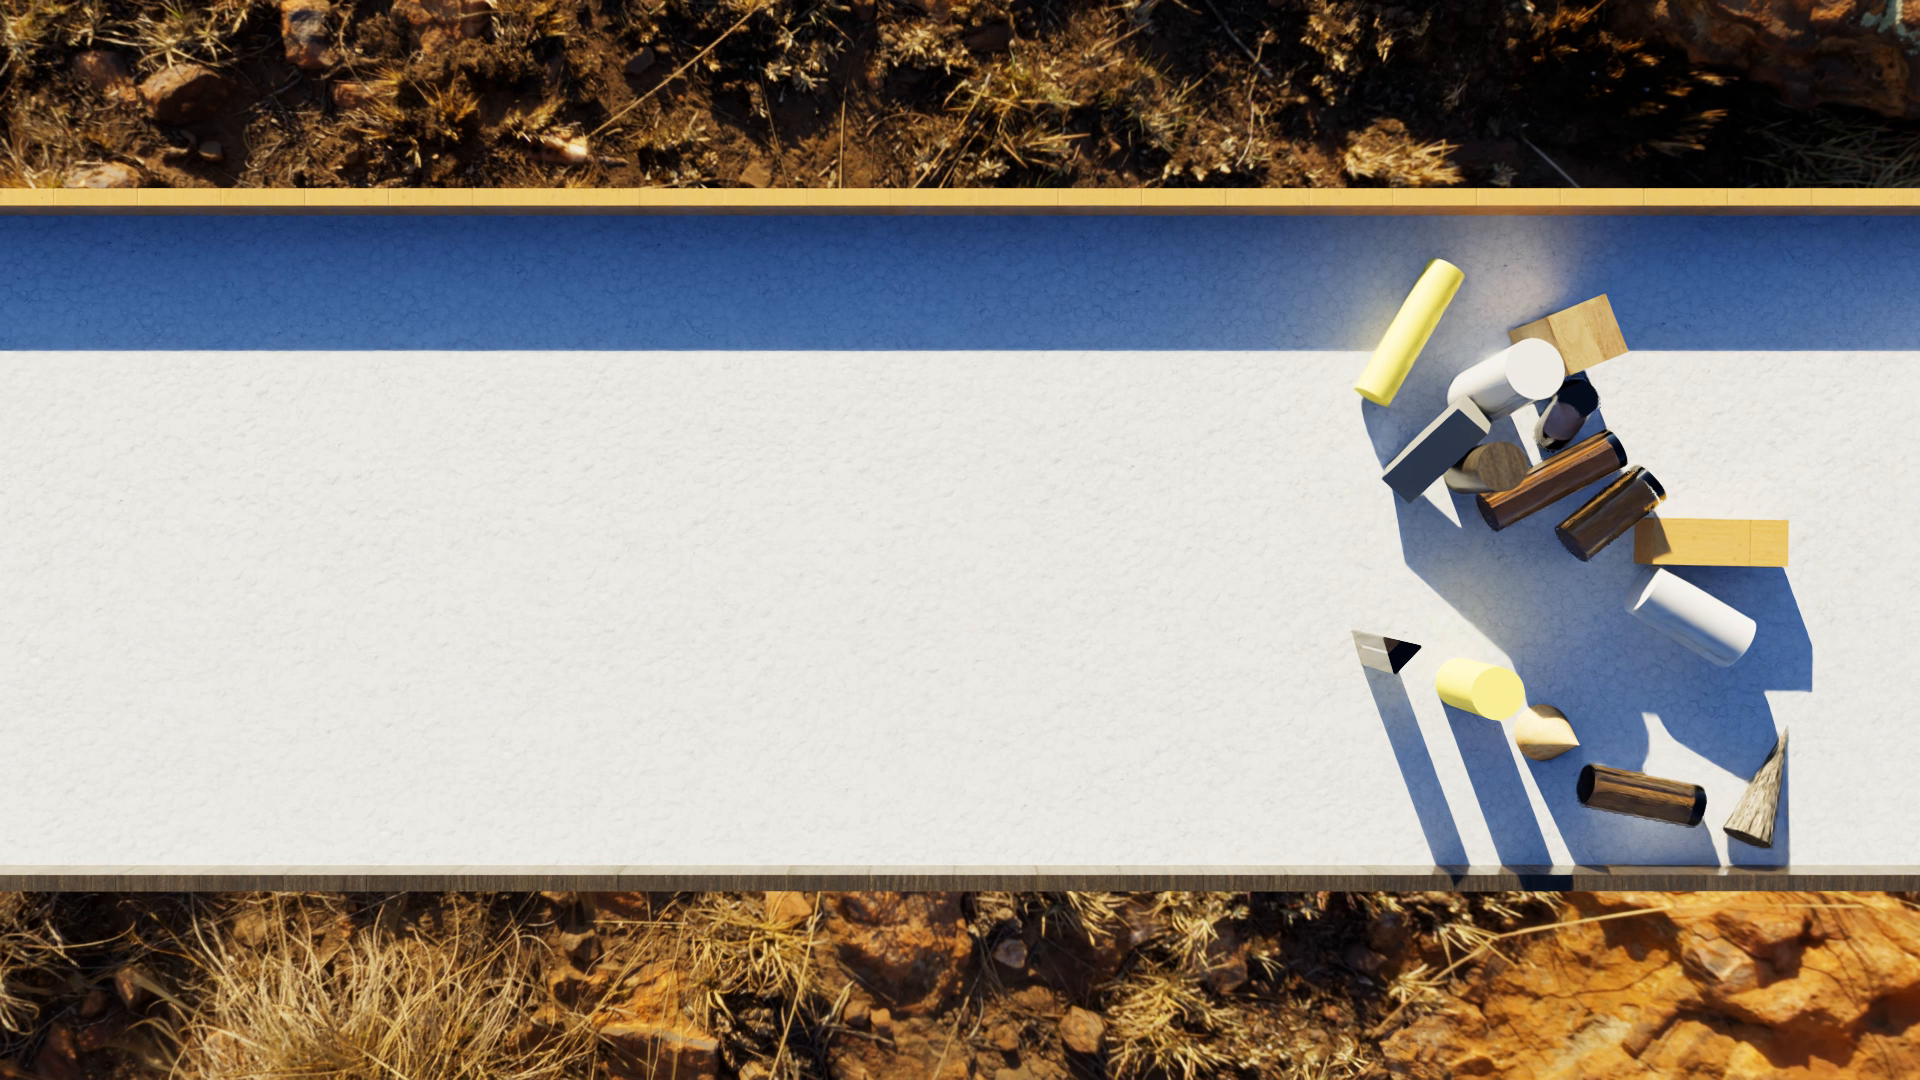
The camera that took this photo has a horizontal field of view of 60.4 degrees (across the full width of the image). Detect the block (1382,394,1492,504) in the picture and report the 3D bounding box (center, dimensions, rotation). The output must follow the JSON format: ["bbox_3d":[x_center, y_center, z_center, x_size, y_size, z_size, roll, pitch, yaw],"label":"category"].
[{"bbox_3d":[1.425,-0.271,4.935,0.115,0.115,0.326,41,125,0],"label":"block"}]

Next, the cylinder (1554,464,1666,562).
[{"bbox_3d":[1.974,-0.081,5.007,0.303,0.139,0.139,-38,90,0],"label":"cylinder"}]

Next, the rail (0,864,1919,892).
[{"bbox_3d":[-2.247,1.025,5.001,12.000,0.150,0.050,0,90,0],"label":"rail"}]

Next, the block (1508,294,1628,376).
[{"bbox_3d":[1.802,-0.590,4.904,0.180,0.345,0.180,-22,90,0],"label":"block"}]

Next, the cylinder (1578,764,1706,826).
[{"bbox_3d":[2.071,0.774,5.013,0.341,0.127,0.127,11,90,0],"label":"cylinder"}]

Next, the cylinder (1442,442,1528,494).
[{"bbox_3d":[1.556,-0.211,4.903,0.145,0.346,0.145,0,90,0],"label":"cylinder"}]

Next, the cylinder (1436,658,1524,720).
[{"bbox_3d":[1.539,0.439,4.897,0.153,0.359,0.153,0,90,0],"label":"cylinder"}]

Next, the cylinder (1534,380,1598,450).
[{"bbox_3d":[1.804,-0.371,4.916,0.116,0.301,0.116,-2,74,6],"label":"cylinder"}]

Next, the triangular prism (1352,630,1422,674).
[{"bbox_3d":[1.241,0.310,4.886,0.097,0.382,0.112,43,90,0],"label":"triangular prism"}]

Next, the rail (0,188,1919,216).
[{"bbox_3d":[-2.247,-1.025,5.002,12.000,0.150,0.050,0,90,0],"label":"rail"}]

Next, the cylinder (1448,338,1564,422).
[{"bbox_3d":[1.605,-0.460,4.869,0.178,0.389,0.178,1,82,-8],"label":"cylinder"}]

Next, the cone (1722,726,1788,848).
[{"bbox_3d":[2.468,0.736,5.041,0.142,0.142,0.381,25,79,0],"label":"cone"}]

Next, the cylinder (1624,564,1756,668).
[{"bbox_3d":[2.207,0.229,4.992,0.331,0.169,0.169,31,90,0],"label":"cylinder"}]

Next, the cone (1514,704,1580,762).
[{"bbox_3d":[1.793,0.593,4.925,0.174,0.304,0.174,0,90,0],"label":"cone"}]

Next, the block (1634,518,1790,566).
[{"bbox_3d":[2.279,0.006,5.007,0.405,0.139,0.139,1,90,0],"label":"block"}]

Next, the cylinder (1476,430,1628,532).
[{"bbox_3d":[1.797,-0.181,5.012,0.435,0.129,0.129,-27,90,0],"label":"cylinder"}]

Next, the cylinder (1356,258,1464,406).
[{"bbox_3d":[1.368,-0.631,5.019,0.116,0.116,0.453,31,90,0],"label":"cylinder"}]
